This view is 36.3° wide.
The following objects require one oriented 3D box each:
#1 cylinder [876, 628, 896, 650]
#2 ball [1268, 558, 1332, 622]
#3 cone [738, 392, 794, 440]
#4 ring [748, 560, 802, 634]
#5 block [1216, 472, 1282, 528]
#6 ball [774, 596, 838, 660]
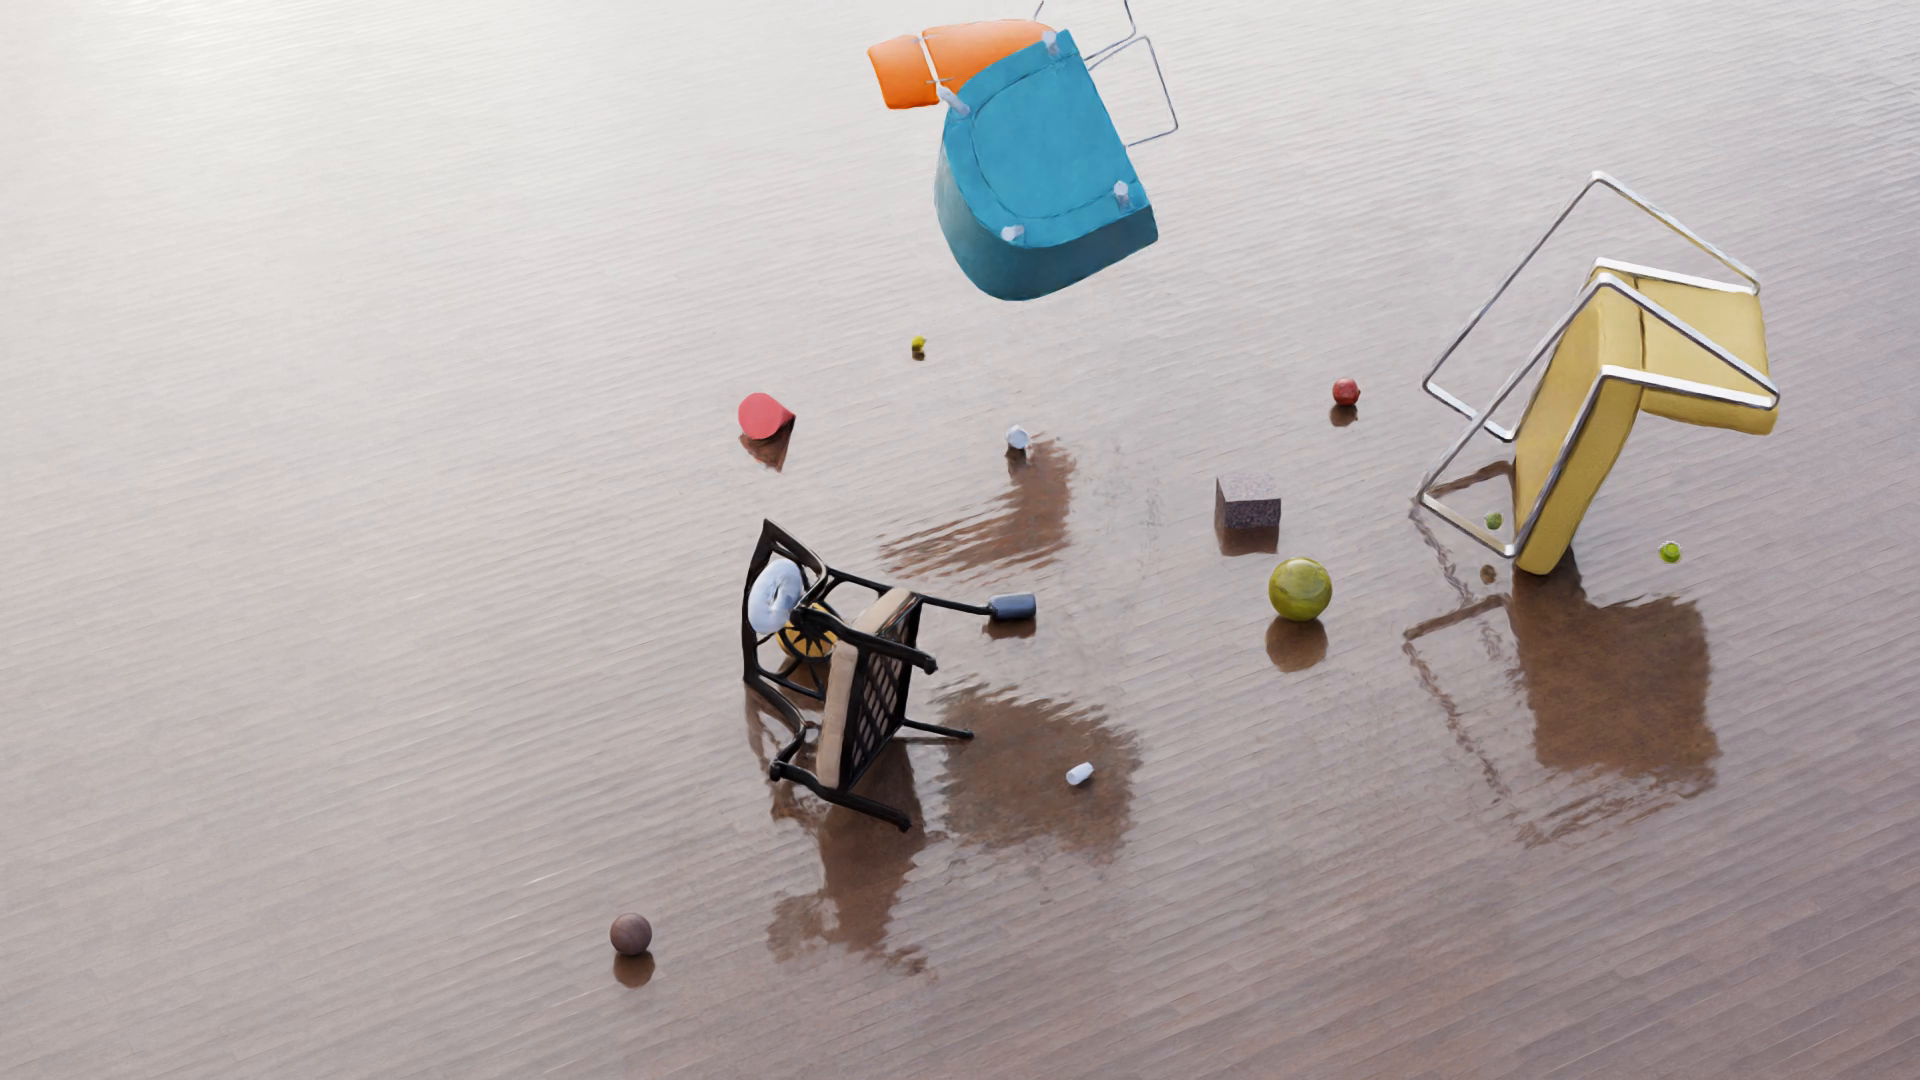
[{"bbox_3d":[-0.262,0.350,10.347,0.050,0.074,0.060,-17,46,-24],"label":"cylinder"},{"bbox_3d":[1.214,0.176,10.469,0.230,0.230,0.230,0,33,0],"label":"ball"},{"bbox_3d":[-0.722,-0.492,11.612,0.229,0.184,0.217,5,5,38],"label":"cone"},{"bbox_3d":[-0.594,0.182,9.417,0.067,0.256,0.258,21,10,26],"label":"ring"},{"bbox_3d":[1.087,-0.149,11.060,0.211,0.122,0.186,-3,34,-5],"label":"block"},{"bbox_3d":[-0.537,0.310,10.269,0.226,0.226,0.226,0,33,0],"label":"ball"}]
